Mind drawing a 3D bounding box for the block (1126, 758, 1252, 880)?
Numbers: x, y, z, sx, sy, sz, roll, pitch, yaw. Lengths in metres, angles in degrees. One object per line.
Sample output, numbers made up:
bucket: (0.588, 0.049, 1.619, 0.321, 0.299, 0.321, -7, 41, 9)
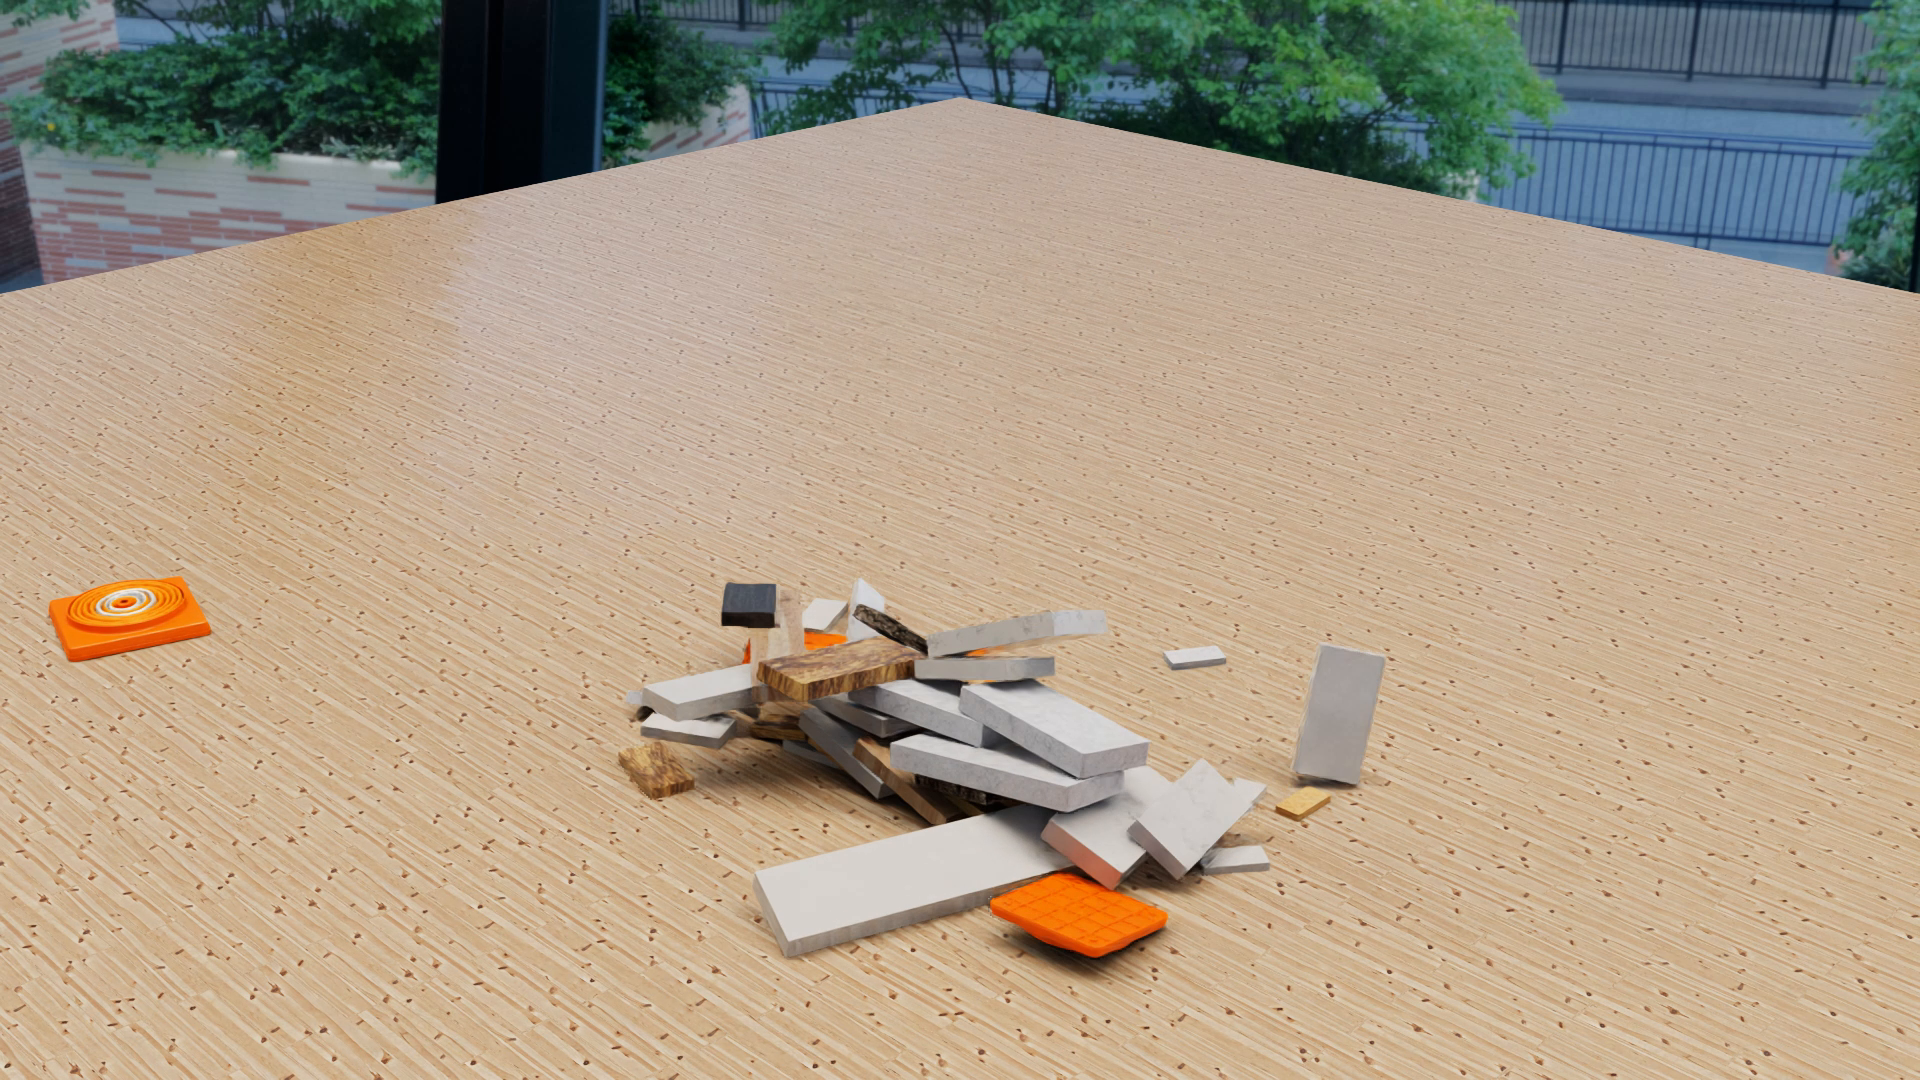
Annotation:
block: (0.447, 0.538, 4.262, 0.135, 0.038, 0.270, 44, 40, 10)

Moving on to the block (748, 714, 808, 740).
block: (-0.371, 0.403, 4.740, 0.155, 0.022, 0.077, 0, 19, 35)

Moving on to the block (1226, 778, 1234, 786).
block: (0.511, 0.520, 4.485, 0.057, 0.016, 0.113, -15, 11, 36)

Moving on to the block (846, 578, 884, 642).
block: (-0.223, 0.227, 5.117, 0.083, 0.023, 0.554, 40, 17, -14)

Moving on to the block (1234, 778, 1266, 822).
block: (0.570, 0.529, 4.490, 0.066, 0.019, 0.131, 13, 26, 28)

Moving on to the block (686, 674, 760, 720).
block: (-0.520, 0.340, 4.789, 0.166, 0.023, 0.083, 20, -13, 34)

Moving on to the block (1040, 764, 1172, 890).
block: (0.313, 0.542, 4.268, 0.171, 0.048, 0.342, 36, 32, 16)

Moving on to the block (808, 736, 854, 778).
block: (-0.239, 0.445, 4.622, 0.155, 0.022, 0.077, 33, 33, 32)

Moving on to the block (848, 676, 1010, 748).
block: (-0.037, 0.335, 4.506, 0.356, 0.050, 0.178, 16, 18, 37)

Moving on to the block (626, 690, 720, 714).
block: (-0.629, 0.358, 4.834, 0.185, 0.026, 0.093, 7, -2, 17)

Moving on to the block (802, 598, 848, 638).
block: (-0.337, 0.188, 5.288, 0.083, 0.023, 0.166, 7, 24, 16)

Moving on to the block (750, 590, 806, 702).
block: (-0.396, 0.221, 4.774, 0.116, 0.033, 0.689, -1, 15, -6)

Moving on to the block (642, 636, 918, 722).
block: (-0.372, 0.289, 4.658, 0.608, 0.039, 0.137, -11, 19, -37)

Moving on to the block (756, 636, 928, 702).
block: (-0.239, 0.262, 4.513, 0.135, 0.038, 0.348, 23, 22, 40)

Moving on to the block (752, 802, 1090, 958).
block: (-0.037, 0.625, 4.158, 0.690, 0.048, 0.171, -11, 45, -24)

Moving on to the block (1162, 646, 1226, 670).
block: (0.543, 0.273, 5.093, 0.131, 0.019, 0.066, -6, 24, -13)

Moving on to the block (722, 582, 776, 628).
block: (-0.471, 0.145, 4.922, 0.116, 0.033, 0.231, 1, 15, -4)

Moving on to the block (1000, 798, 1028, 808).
block: (0.142, 0.517, 4.391, 0.098, 0.028, 0.196, -21, 49, -38)

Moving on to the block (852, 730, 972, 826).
block: (-0.074, 0.480, 4.481, 0.138, 0.039, 0.276, -19, 45, -41)

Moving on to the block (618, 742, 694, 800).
block: (-0.635, 0.481, 4.593, 0.093, 0.026, 0.185, -12, 26, -27)

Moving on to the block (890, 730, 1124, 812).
block: (0.089, 0.444, 4.307, 0.448, 0.050, 0.178, 9, 14, 40)

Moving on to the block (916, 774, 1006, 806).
block: (0.015, 0.478, 4.335, 0.098, 0.028, 0.196, -11, 15, -44)

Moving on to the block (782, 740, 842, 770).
block: (-0.292, 0.444, 4.687, 0.155, 0.022, 0.077, 15, 27, 31)

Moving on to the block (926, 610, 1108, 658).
block: (0.115, 0.193, 4.520, 0.342, 0.048, 0.171, -12, -9, 41)

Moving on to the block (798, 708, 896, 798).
block: (-0.200, 0.432, 4.599, 0.138, 0.039, 0.276, -12, 38, -40)

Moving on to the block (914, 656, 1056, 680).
block: (0.049, 0.261, 4.491, 0.137, 0.039, 0.274, -2, -1, -43)

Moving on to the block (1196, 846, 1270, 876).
block: (0.528, 0.623, 4.270, 0.131, 0.019, 0.066, -4, 23, -8)

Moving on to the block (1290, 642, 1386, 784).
block: (0.781, 0.358, 4.544, 0.135, 0.270, 0.038, 11, 5, -3)

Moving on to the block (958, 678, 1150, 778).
block: (0.181, 0.362, 4.304, 0.178, 0.050, 0.356, -6, 22, -41)

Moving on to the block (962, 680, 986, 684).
block: (0.020, 0.357, 4.744, 0.274, 0.039, 0.137, 26, 44, 18)

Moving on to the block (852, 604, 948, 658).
block: (-0.120, 0.219, 4.875, 0.231, 0.033, 0.116, 35, -9, -33)

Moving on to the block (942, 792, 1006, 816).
block: (0.070, 0.534, 4.393, 0.196, 0.028, 0.098, 34, 37, 26)

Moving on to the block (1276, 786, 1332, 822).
block: (0.699, 0.537, 4.476, 0.057, 0.016, 0.113, 20, 30, 39)

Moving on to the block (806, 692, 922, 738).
block: (-0.194, 0.343, 4.626, 0.138, 0.039, 0.276, -11, 20, -38)

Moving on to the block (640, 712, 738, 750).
block: (-0.587, 0.407, 4.767, 0.185, 0.026, 0.093, 7, 24, 17)
